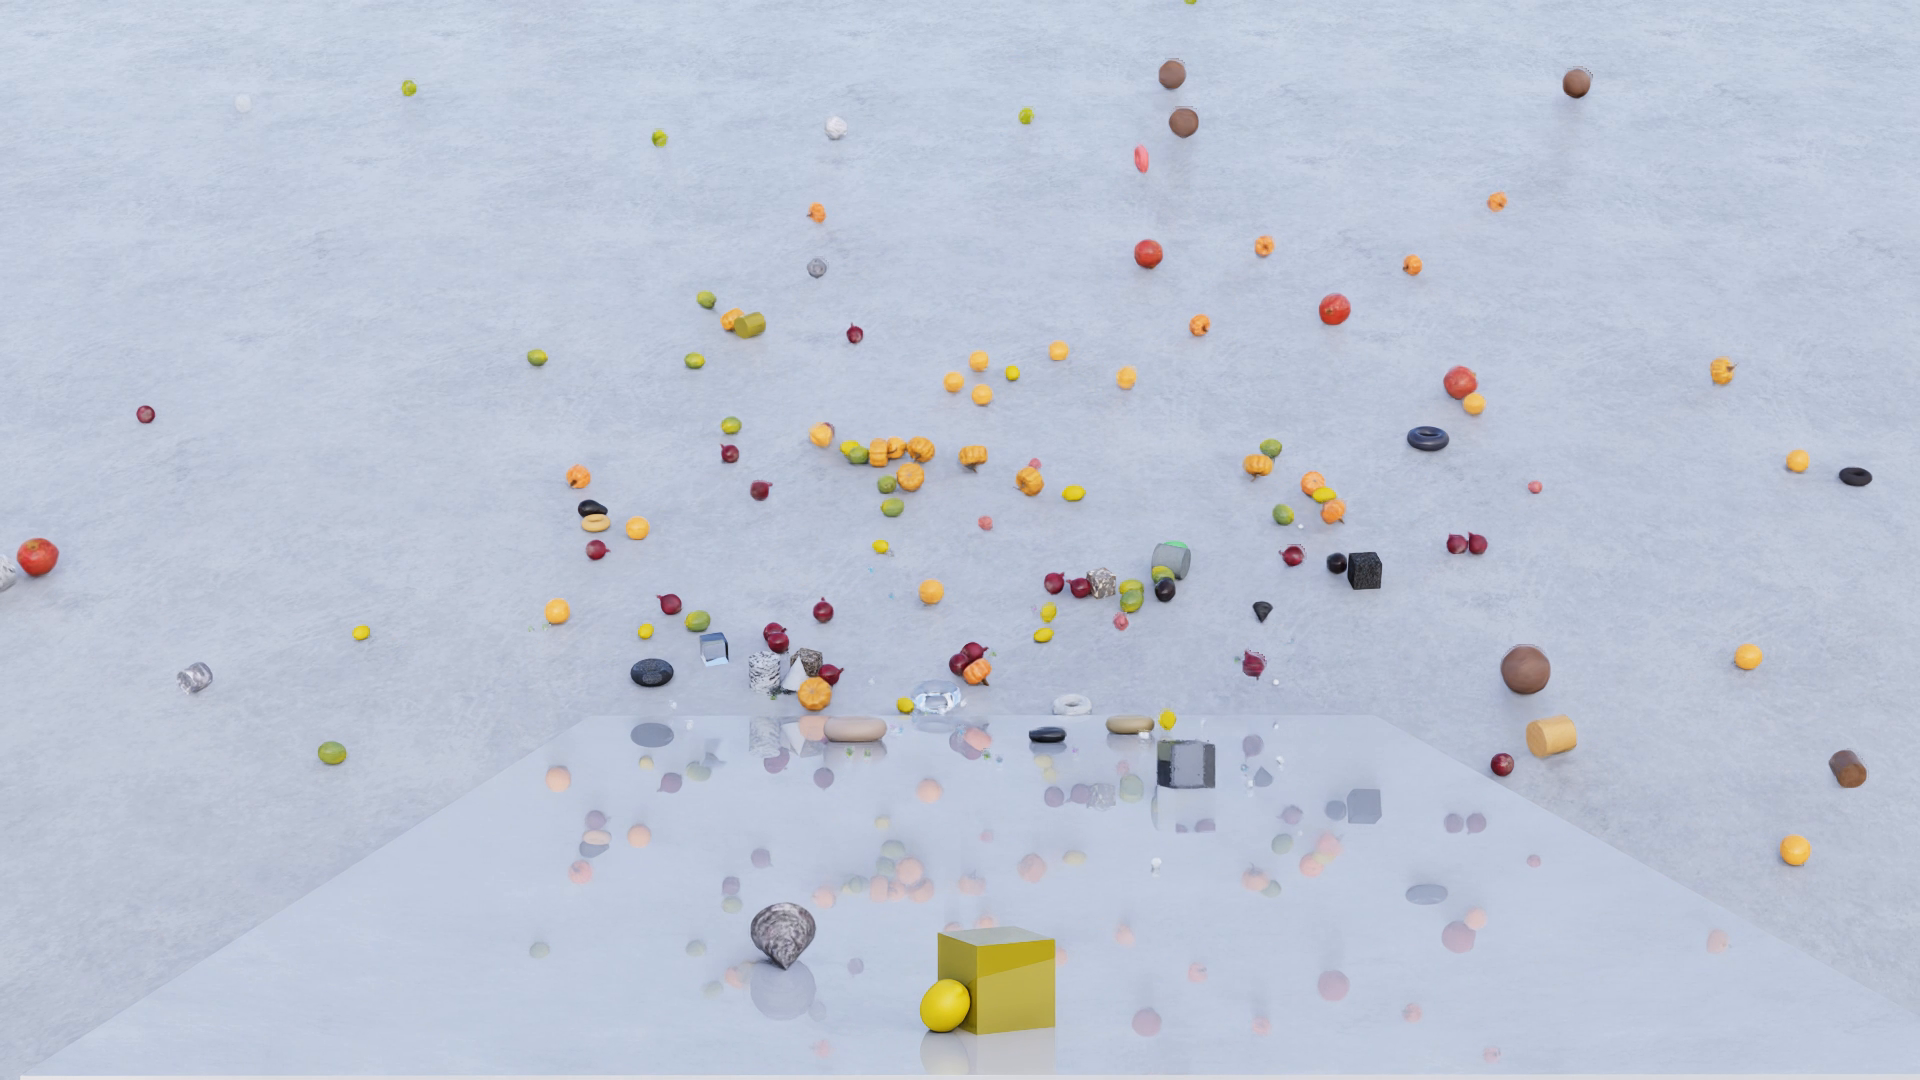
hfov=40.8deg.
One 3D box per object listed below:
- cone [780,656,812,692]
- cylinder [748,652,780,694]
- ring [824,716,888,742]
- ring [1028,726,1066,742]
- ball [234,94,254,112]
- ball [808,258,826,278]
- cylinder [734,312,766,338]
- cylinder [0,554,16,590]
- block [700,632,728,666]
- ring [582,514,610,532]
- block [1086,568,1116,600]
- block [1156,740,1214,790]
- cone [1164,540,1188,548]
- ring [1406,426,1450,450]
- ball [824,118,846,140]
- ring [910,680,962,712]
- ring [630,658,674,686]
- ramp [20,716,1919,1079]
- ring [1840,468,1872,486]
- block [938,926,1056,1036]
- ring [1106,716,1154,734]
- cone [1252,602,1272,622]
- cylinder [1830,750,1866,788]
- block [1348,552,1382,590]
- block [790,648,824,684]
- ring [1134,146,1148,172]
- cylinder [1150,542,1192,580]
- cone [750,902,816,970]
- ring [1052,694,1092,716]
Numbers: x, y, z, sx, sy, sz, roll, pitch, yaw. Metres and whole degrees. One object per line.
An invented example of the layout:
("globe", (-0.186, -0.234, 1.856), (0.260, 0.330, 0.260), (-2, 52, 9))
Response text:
("cone", (-0.433, 0.347, 6.866), (0.084, 0.084, 0.084), (7, 16, -2))
("cylinder", (-0.520, 0.353, 6.875), (0.083, 0.083, 0.083), (0, 26, 0))
("ring", (-0.242, 0.436, 5.960), (0.148, 0.049, 0.148), (-1, 2, 0))
("ring", (0.200, 0.447, 5.927), (0.086, 0.029, 0.086), (-1, 2, 0))
("ball", (-3.196, -1.947, 11.510), (0.083, 0.083, 0.083), (0, 26, 0))
("ball", (-0.536, -1.017, 9.648), (0.071, 0.071, 0.071), (0, 26, 0))
("cylinder", (-0.742, -0.760, 9.122), (0.080, 0.080, 0.080), (-23, 35, -38))
("cylinder", (-2.765, 0.101, 7.370), (0.095, 0.095, 0.095), (20, 33, 35))
("block", (-0.668, 0.297, 7.010), (0.064, 0.064, 0.064), (-9, 28, -17))
("ring", (-1.093, -0.051, 7.750), (0.089, 0.030, 0.089), (-1, 26, 0))
("block", (0.402, 0.123, 7.362), (0.061, 0.061, 0.061), (-15, 30, -28))
("block", (0.440, 0.438, 5.039), (0.085, 0.085, 0.085), (0, 1, -20))
("cone", (0.625, 0.059, 7.519), (0.082, 0.082, 0.082), (0, 53, 0))
("ring", (1.503, -0.327, 8.287), (0.136, 0.045, 0.136), (0, 25, 0))
("ball", (-0.537, -1.780, 11.159), (0.096, 0.096, 0.096), (0, 26, 0))
("ring", (-0.063, 0.411, 6.802), (0.134, 0.045, 0.134), (-1, 26, 1))
("ring", (-0.826, 0.356, 6.920), (0.116, 0.039, 0.116), (1, 27, -1))
("ramp", (0.060, 0.540, 4.577), (2.000, 0.100, 4.000), (0, 1, 0))
("ring", (2.791, -0.198, 8.041), (0.100, 0.033, 0.100), (0, 26, 0))
("block", (0.039, 0.481, 2.826), (0.096, 0.096, 0.096), (-1, 1, -27))
("ring", (0.403, 0.437, 6.125), (0.116, 0.039, 0.116), (0, 0, 0))
("cone", (0.846, 0.211, 7.226), (0.057, 0.057, 0.057), (4, 53, 8))
("cylinder", (2.218, 0.572, 6.445), (0.071, 0.071, 0.071), (-1, 26, -2))
("block", (1.163, 0.088, 7.412), (0.079, 0.079, 0.079), (-3, 27, -5))
("block", (-0.412, 0.337, 6.929), (0.064, 0.064, 0.064), (13, 29, 24))
("ring", (0.757, -1.589, 10.757), (0.038, 0.114, 0.114), (-11, 28, -11))
("cylinder", (0.610, 0.061, 7.456), (0.090, 0.090, 0.090), (13, 29, 21))
("cone", (-0.215, 0.503, 3.169), (0.082, 0.082, 0.082), (-3, 28, -6))
("ring", (0.294, 0.437, 6.760), (0.106, 0.035, 0.106), (-1, 26, 1))
